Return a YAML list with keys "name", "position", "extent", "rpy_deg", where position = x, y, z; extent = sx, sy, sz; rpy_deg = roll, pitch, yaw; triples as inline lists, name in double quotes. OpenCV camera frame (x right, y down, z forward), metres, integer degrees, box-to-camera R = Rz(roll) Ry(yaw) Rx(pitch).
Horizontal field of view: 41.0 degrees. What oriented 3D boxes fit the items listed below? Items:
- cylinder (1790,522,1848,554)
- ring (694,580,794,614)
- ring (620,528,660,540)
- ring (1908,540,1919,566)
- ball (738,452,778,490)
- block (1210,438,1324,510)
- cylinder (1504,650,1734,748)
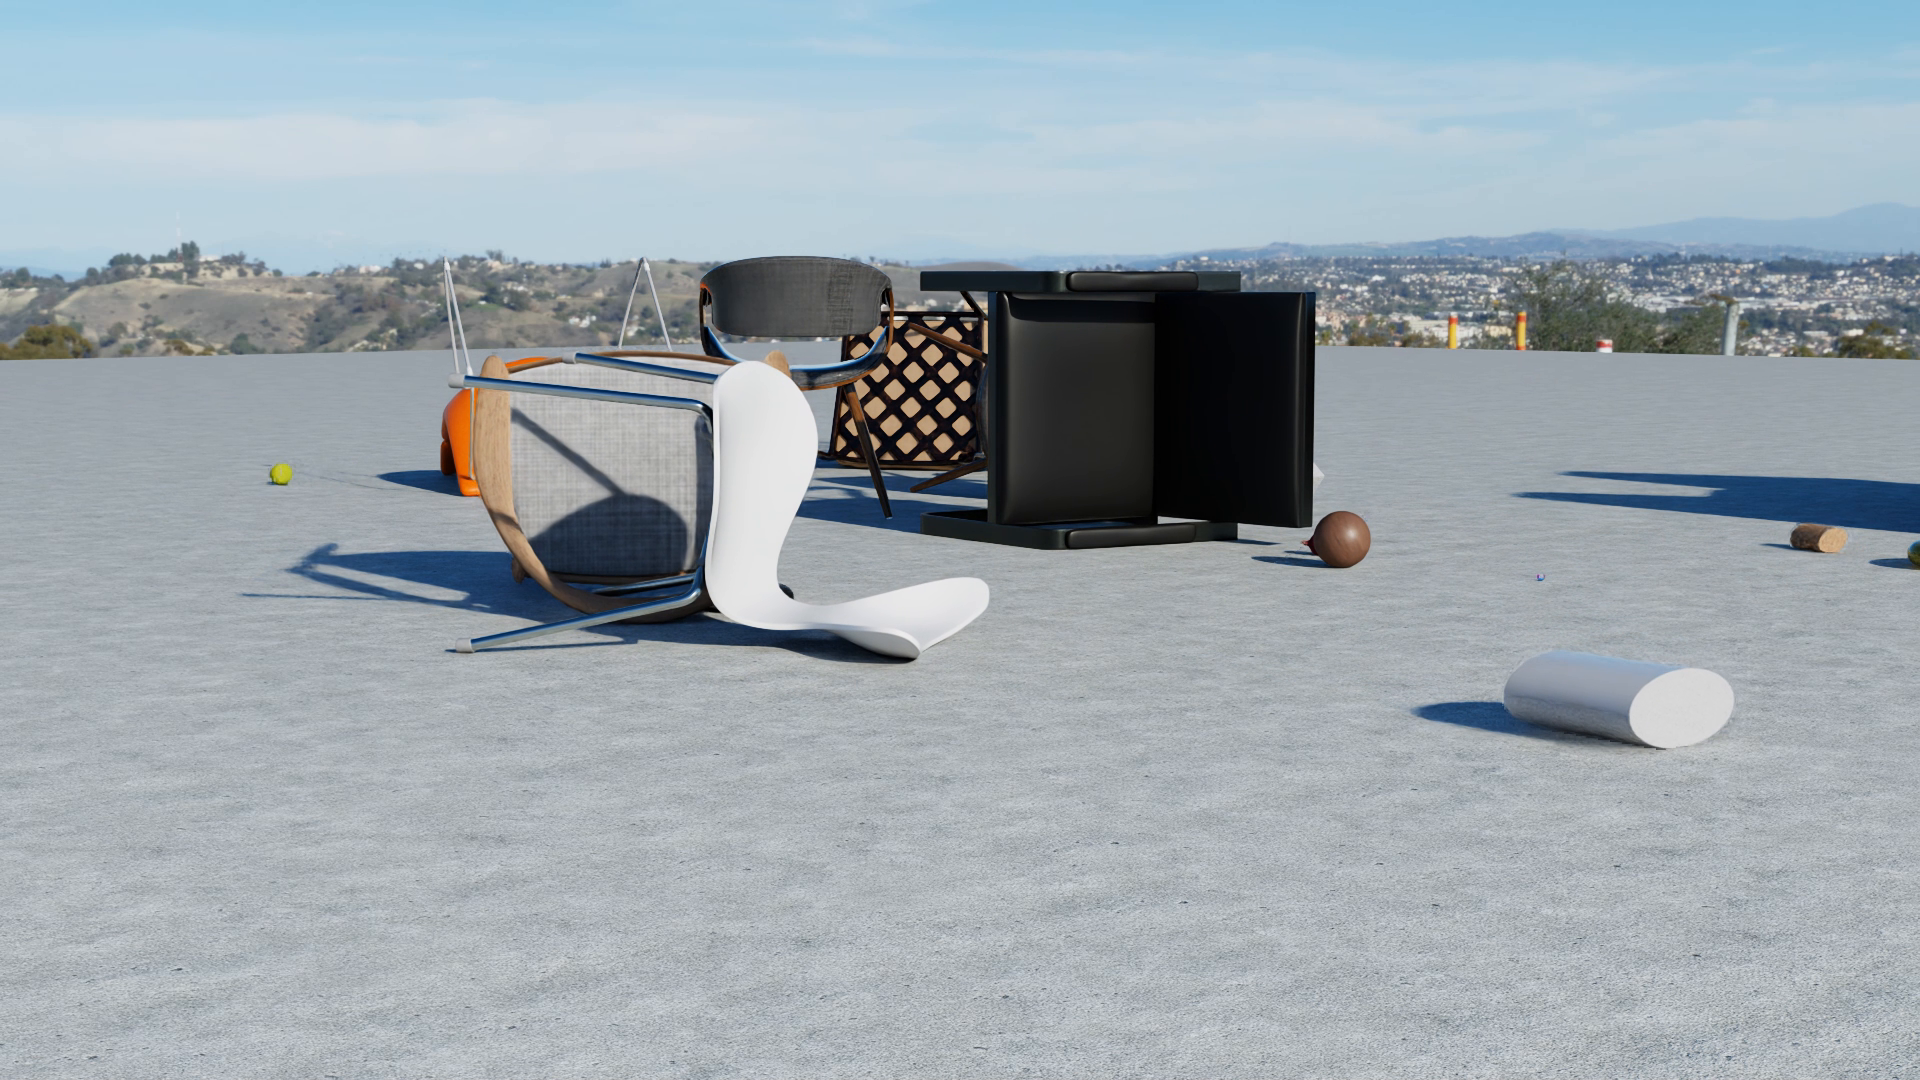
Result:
- name: "cylinder"
  position: [2.061, -0.005, 6.160]
  extent: [0.079, 0.058, 0.121]
  rpy_deg: [-25, 11, -10]
- name: "ring"
  position: [-0.426, 0.112, 5.074]
  extent: [0.200, 0.053, 0.171]
  rpy_deg: [3, 5, 16]
- name: "ring"
  position: [-0.806, -0.017, 6.458]
  extent: [0.102, 0.025, 0.091]
  rpy_deg: [3, 6, 36]
- name: "ring"
  position: [2.267, 0.032, 5.803]
  extent: [0.261, 0.062, 0.216]
  rpy_deg: [-3, 7, -31]
- name: "ball"
  position: [-0.623, -0.214, 7.905]
  extent: [0.119, 0.119, 0.119]
  rpy_deg: [0, 6, 0]
- name: "block"
  position: [0.874, -0.188, 7.309]
  extent: [0.265, 0.114, 0.161]
  rpy_deg: [-4, 46, -36]
- name: "cylinder"
  position: [0.943, 0.226, 3.674]
  extent: [0.239, 0.112, 0.220]
  rpy_deg: [-3, 6, -38]
